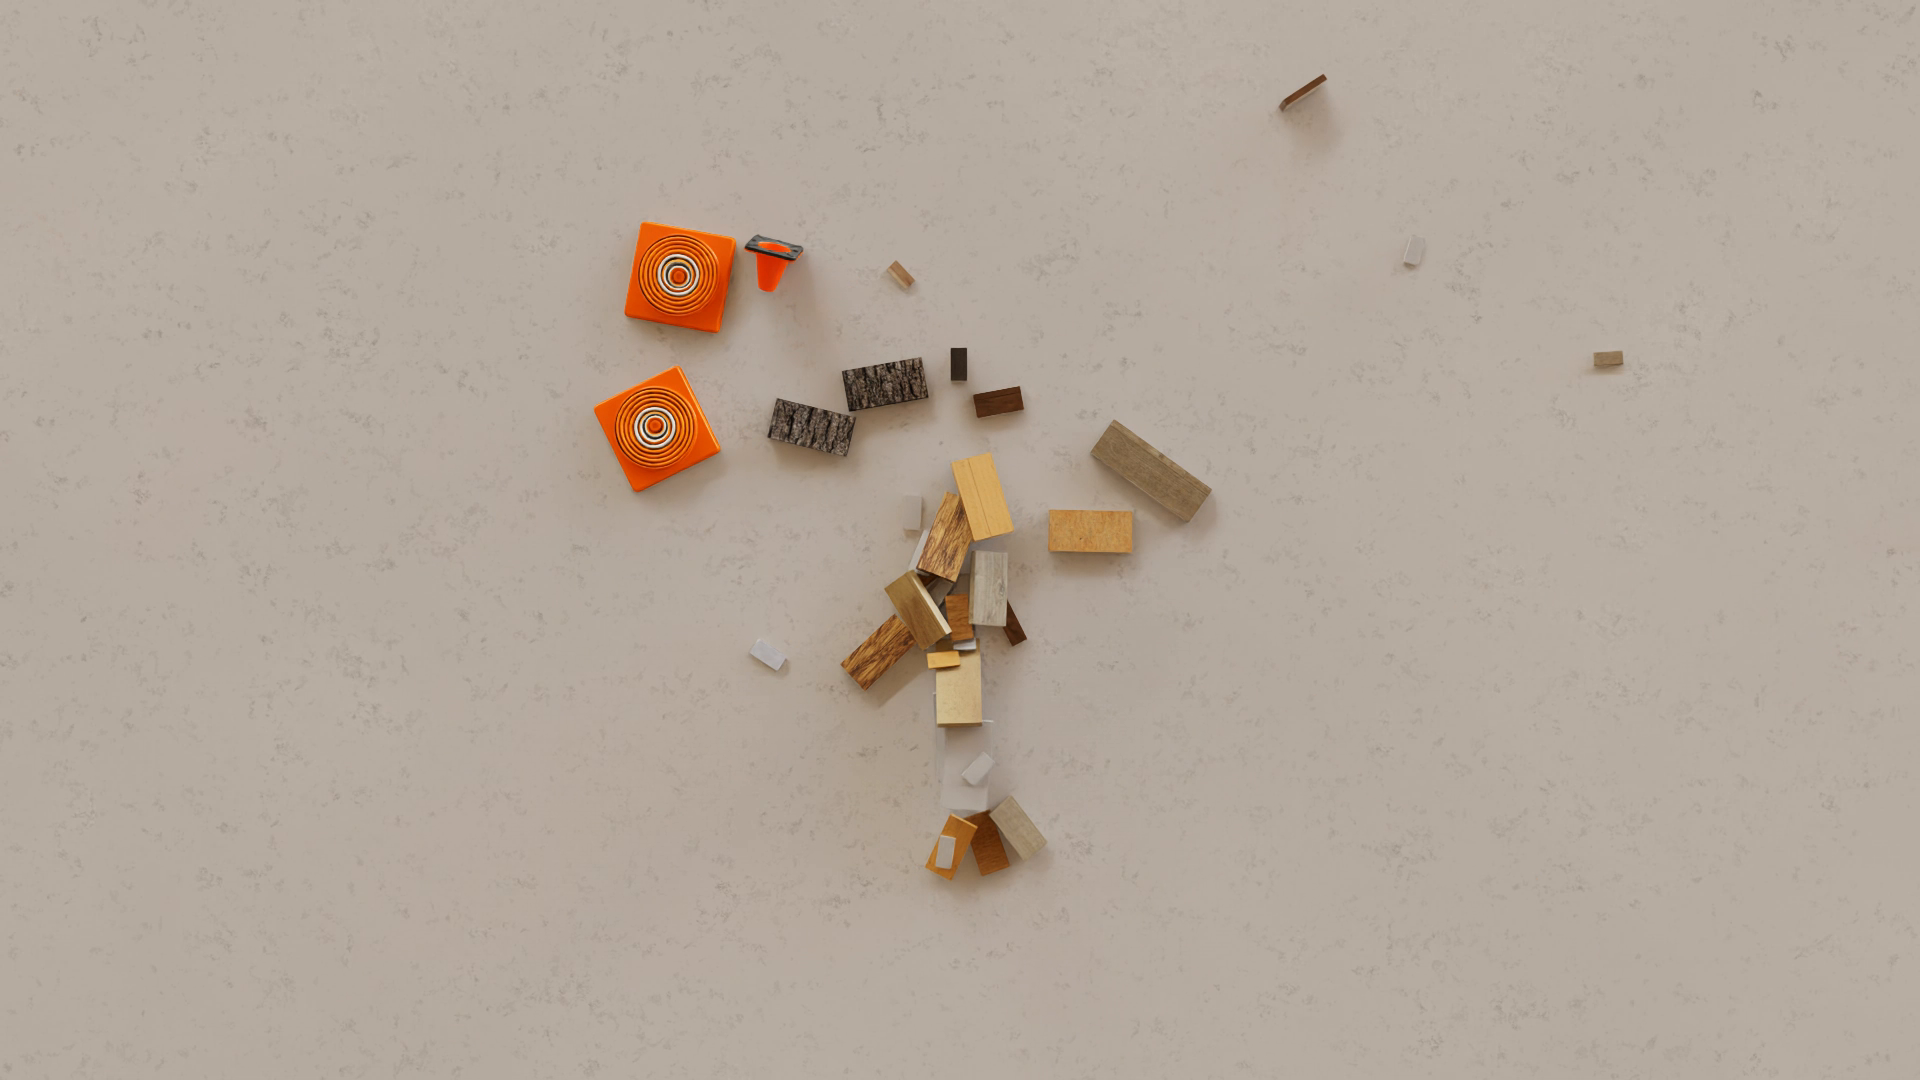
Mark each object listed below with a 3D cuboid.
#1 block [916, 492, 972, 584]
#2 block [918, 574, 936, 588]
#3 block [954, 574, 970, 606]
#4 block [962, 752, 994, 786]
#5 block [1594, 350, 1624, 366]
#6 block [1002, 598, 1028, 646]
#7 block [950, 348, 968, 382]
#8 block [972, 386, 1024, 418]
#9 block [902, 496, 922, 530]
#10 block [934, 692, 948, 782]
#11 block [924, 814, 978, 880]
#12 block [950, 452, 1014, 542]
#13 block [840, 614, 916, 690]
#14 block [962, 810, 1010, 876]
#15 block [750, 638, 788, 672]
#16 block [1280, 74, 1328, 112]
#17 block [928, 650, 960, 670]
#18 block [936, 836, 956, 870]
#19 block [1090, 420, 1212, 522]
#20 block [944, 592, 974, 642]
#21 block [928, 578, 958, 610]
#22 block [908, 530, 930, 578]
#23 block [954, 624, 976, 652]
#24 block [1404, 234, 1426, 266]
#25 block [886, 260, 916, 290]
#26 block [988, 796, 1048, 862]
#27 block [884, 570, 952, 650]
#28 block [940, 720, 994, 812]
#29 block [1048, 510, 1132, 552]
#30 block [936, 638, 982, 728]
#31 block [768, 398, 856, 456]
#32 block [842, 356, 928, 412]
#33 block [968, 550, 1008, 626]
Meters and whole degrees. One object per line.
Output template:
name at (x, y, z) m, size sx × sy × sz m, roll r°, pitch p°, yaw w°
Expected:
block at (-0.033, -0.009, 5.448) m, size 0.137 × 0.039 × 0.275 m, roll 21°, pitch 77°, yaw -1°
block at (-0.109, 0.102, 5.478) m, size 0.146 × 0.021 × 0.073 m, roll -40°, pitch 70°, yaw 0°
block at (0.024, 0.186, 5.471) m, size 0.075 × 0.021 × 0.149 m, roll -7°, pitch 76°, yaw -2°
block at (0.060, 0.747, 5.383) m, size 0.052 × 0.015 × 0.104 m, roll 42°, pitch 90°, yaw 0°
block at (2.159, -0.604, 5.493) m, size 0.093 × 0.013 × 0.046 m, roll -4°, pitch 90°, yaw 0°
block at (0.140, 0.226, 5.492) m, size 0.056 × 0.016 × 0.259 m, roll -27°, pitch 90°, yaw 0°
block at (-0.004, -0.573, 5.384) m, size 0.054 × 0.015 × 0.108 m, roll 0°, pitch 90°, yaw 0°
block at (0.128, -0.458, 5.489) m, size 0.158 × 0.022 × 0.079 m, roll -11°, pitch 90°, yaw 0°
block at (-0.158, -0.091, 5.492) m, size 0.056 × 0.016 × 0.113 m, roll 5°, pitch 90°, yaw 0°
block at (-0.007, 0.648, 5.452) m, size 0.146 × 0.041 × 0.292 m, roll -4°, pitch 90°, yaw 0°
block at (-0.029, 1.018, 5.469) m, size 0.099 × 0.028 × 0.198 m, roll 26°, pitch 97°, yaw 7°
block at (0.073, -0.140, 5.447) m, size 0.137 × 0.039 × 0.275 m, roll -15°, pitch 80°, yaw -9°
block at (-0.266, 0.372, 5.483) m, size 0.246 × 0.034 × 0.121 m, roll -43°, pitch 90°, yaw 0°
block at (0.086, 1.006, 5.486) m, size 0.099 × 0.028 × 0.198 m, roll -19°, pitch 90°, yaw 0°
block at (-0.639, 0.382, 5.492) m, size 0.113 × 0.016 × 0.056 m, roll 33°, pitch 90°, yaw 0°
block at (1.135, -1.480, 5.460) m, size 0.158 × 0.079 × 0.022 m, roll -33°, pitch 90°, yaw 0°
block at (-0.054, 0.394, 5.424) m, size 0.103 × 0.015 × 0.052 m, roll -6°, pitch 65°, yaw -2°
block at (-0.048, 1.032, 5.451) m, size 0.052 × 0.015 × 0.103 m, roll 10°, pitch 95°, yaw 8°
block at (0.634, -0.230, 5.481) m, size 0.401 × 0.038 × 0.134 m, roll 36°, pitch 90°, yaw 0°
block at (-0.003, 0.254, 5.431) m, size 0.075 × 0.021 × 0.149 m, roll -8°, pitch 86°, yaw -3°
block at (-0.078, 0.183, 5.473) m, size 0.073 × 0.021 × 0.146 m, roll 33°, pitch 90°, yaw 30°
block at (-0.111, 0.047, 5.466) m, size 0.073 × 0.021 × 0.146 m, roll 19°, pitch 76°, yaw 11°
block at (0.013, 0.294, 5.462) m, size 0.075 × 0.021 × 0.149 m, roll -2°, pitch 68°, yaw 0°
block at (1.513, -0.965, 5.493) m, size 0.046 × 0.013 × 0.093 m, roll 17°, pitch 90°, yaw 0°
block at (-0.197, -0.882, 5.493) m, size 0.046 × 0.013 × 0.093 m, roll -43°, pitch 90°, yaw 0°
block at (0.191, 0.956, 5.471) m, size 0.099 × 0.028 × 0.198 m, roll -38°, pitch 94°, yaw -11°
block at (-0.139, 0.230, 5.441) m, size 0.121 × 0.034 × 0.242 m, roll -36°, pitch 84°, yaw 34°
block at (0.024, 0.734, 5.411) m, size 0.146 × 0.041 × 0.293 m, roll 5°, pitch 90°, yaw 0°
block at (0.433, -0.030, 5.481) m, size 0.275 × 0.039 × 0.137 m, roll 1°, pitch 90°, yaw 0°
block at (-0.004, 0.468, 5.420) m, size 0.146 × 0.041 × 0.293 m, roll -1°, pitch 65°, yaw 0°
block at (-0.492, -0.374, 5.481) m, size 0.268 × 0.038 × 0.134 m, roll 14°, pitch 90°, yaw 0°
block at (-0.248, -0.517, 5.481) m, size 0.268 × 0.038 × 0.134 m, roll -10°, pitch 90°, yaw 0°
block at (0.094, 0.160, 5.442) m, size 0.121 × 0.034 × 0.242 m, roll 6°, pitch 82°, yaw -26°
